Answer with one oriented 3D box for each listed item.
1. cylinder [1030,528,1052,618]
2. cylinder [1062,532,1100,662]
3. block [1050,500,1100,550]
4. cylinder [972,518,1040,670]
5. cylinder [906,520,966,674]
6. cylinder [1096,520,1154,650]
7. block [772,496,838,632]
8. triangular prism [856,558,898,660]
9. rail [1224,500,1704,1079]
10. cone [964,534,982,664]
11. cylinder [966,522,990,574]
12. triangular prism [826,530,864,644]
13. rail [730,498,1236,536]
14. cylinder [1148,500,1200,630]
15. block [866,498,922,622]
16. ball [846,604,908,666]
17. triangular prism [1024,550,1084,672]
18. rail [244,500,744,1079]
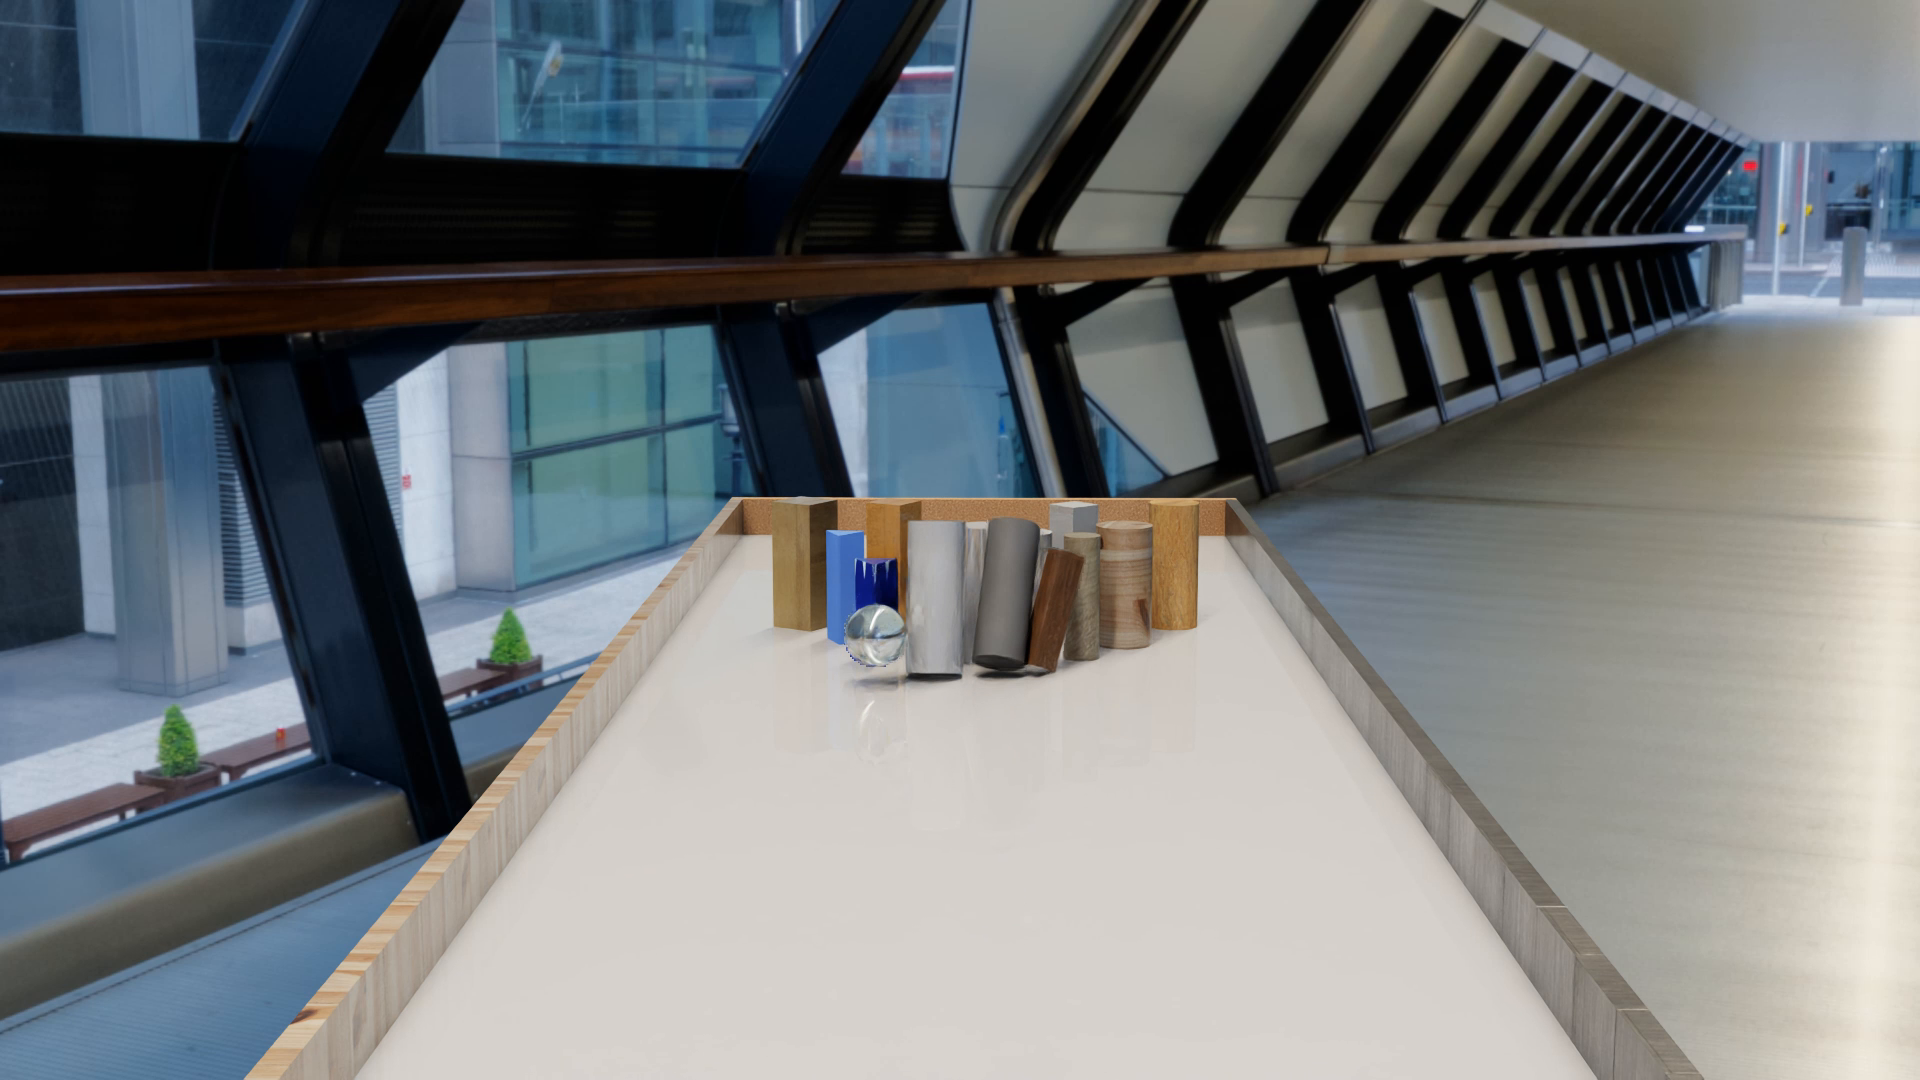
[{"bbox_3d":[0.216,0.149,6.932,0.149,0.355,0.149,0,9,0],"label":"cylinder"},{"bbox_3d":[0.370,0.173,6.704,0.112,0.380,0.112,0,9,0],"label":"cylinder"},{"bbox_3d":[0.371,0.086,7.165,0.114,0.408,0.114,-7,12,-39],"label":"block"},{"bbox_3d":[0.139,0.161,6.552,0.157,0.428,0.157,7,-19,2],"label":"cylinder"},{"bbox_3d":[-0.071,0.167,6.469,0.171,0.443,0.171,1,-1,0],"label":"cylinder"},{"bbox_3d":[0.515,0.140,6.911,0.179,0.379,0.179,0,9,0],"label":"cylinder"},{"bbox_3d":[-0.506,0.076,7.205,0.153,0.414,0.153,6,11,33],"label":"block"},{"bbox_3d":[-0.270,0.214,6.669,0.110,0.311,0.127,6,11,32],"label":"triangular prism"},{"bbox_3d":[1.046,0.843,3.208,0.050,0.150,12.000,0,9,1],"label":"rail"},{"bbox_3d":[0.039,0.173,6.680,0.155,0.387,0.155,0,9,0],"label":"cone"},{"bbox_3d":[0.075,0.117,7.199,0.160,0.335,0.160,0,9,0],"label":"cylinder"},{"bbox_3d":[-0.382,0.146,6.977,0.104,0.348,0.120,7,11,38],"label":"triangular prism"},{"bbox_3d":[0.099,-0.098,9.147,2.100,0.150,0.050,0,9,1],"label":"rail"},{"bbox_3d":[0.698,0.079,7.203,0.163,0.409,0.163,0,9,0],"label":"cylinder"},{"bbox_3d":[-0.215,0.080,7.184,0.130,0.414,0.130,5,10,31],"label":"block"},{"bbox_3d":[-0.242,0.273,6.365,0.178,0.178,0.178,0,9,0],"label":"ball"},{"bbox_3d":[0.258,0.204,6.536,0.095,0.350,0.109,11,-6,39],"label":"triangular prism"},{"bbox_3d":[-1.004,0.839,3.234,0.050,0.150,12.000,0,9,1],"label":"rail"}]
